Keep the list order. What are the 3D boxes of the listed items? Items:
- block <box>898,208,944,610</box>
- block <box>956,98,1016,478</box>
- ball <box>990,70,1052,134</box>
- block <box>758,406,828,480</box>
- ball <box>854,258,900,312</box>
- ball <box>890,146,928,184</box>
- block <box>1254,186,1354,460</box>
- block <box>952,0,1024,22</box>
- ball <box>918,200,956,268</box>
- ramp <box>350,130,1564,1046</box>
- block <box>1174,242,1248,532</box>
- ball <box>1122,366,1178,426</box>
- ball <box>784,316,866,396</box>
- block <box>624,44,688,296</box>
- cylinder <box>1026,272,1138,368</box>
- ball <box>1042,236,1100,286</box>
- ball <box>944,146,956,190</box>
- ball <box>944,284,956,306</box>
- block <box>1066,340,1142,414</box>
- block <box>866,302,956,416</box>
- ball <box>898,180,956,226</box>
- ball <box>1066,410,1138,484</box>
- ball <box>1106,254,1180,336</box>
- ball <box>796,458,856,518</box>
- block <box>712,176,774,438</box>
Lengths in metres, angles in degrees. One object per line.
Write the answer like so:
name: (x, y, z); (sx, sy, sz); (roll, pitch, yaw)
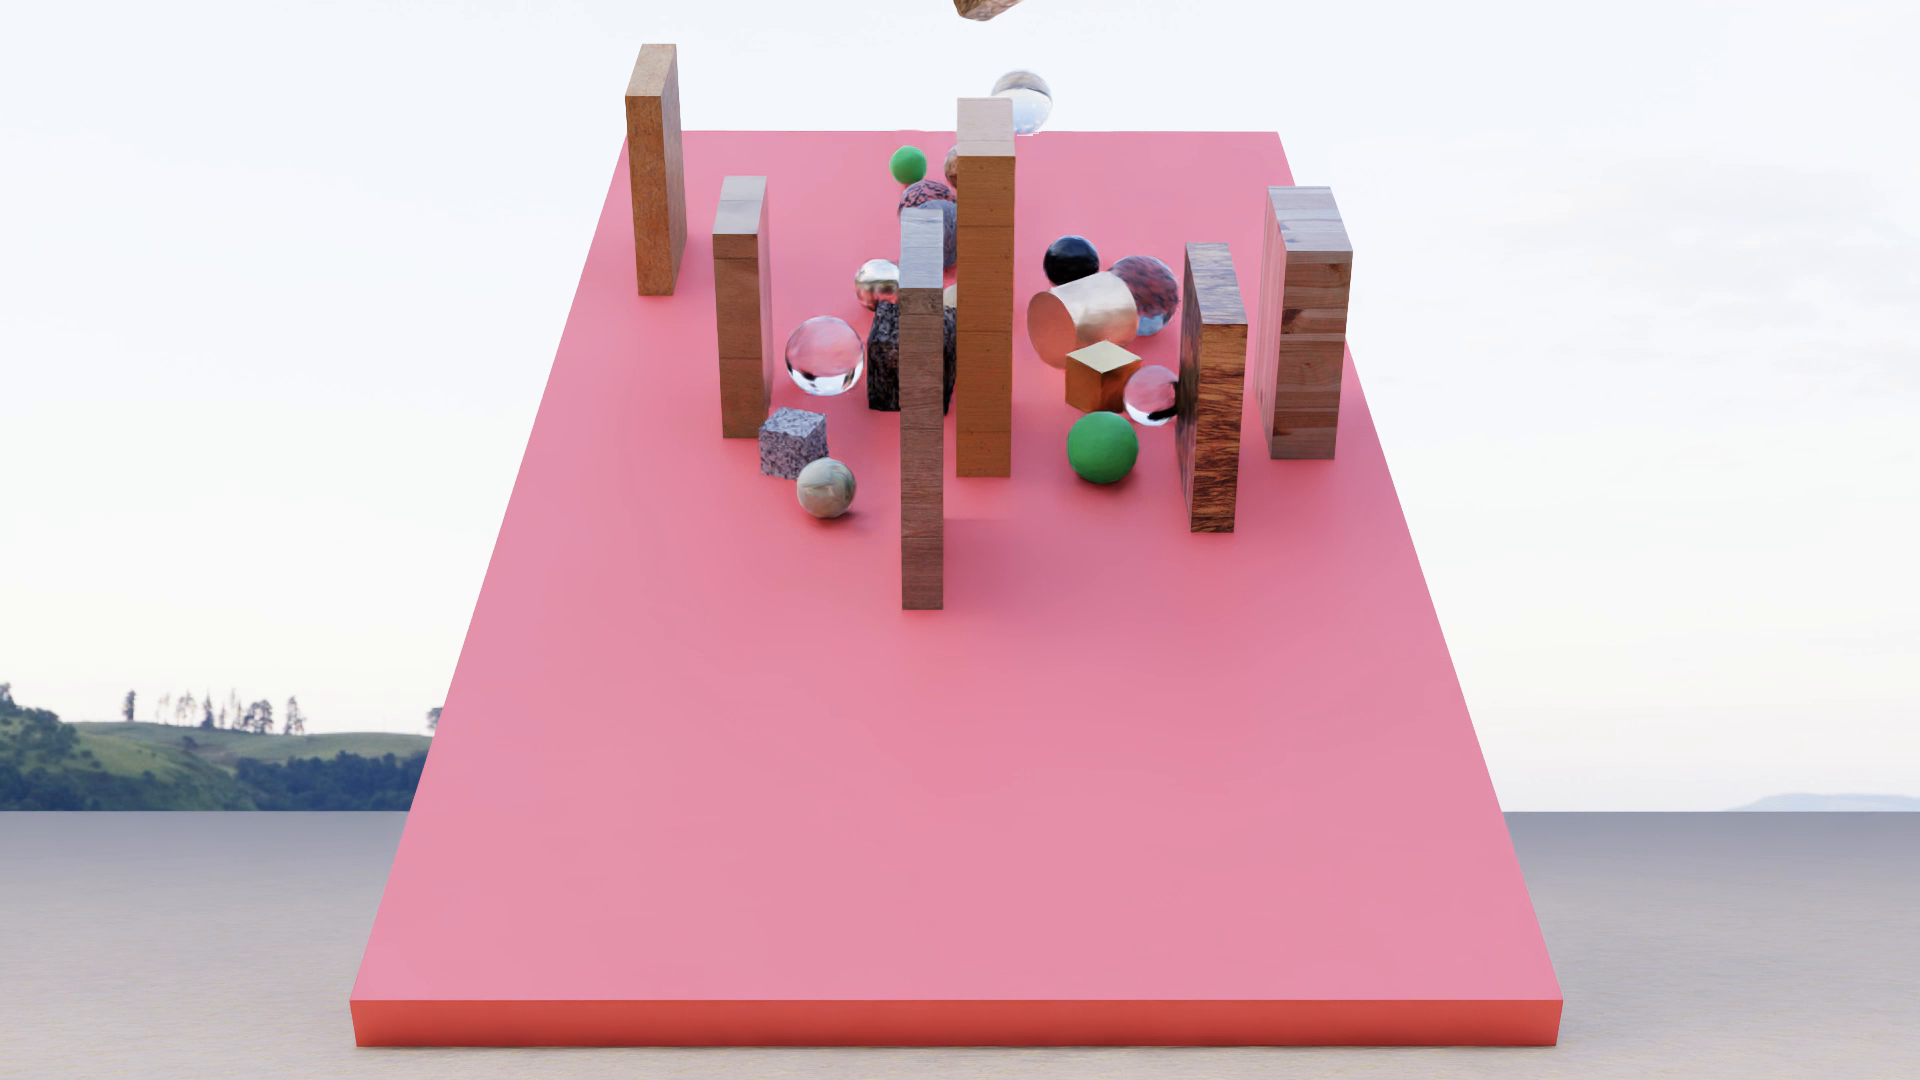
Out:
block: (-0.078, -0.271, 5.022); (0.086, 0.731, 0.396); (0, 30, 0)
block: (0.054, -0.570, 5.489); (0.124, 0.778, 0.359); (0, 30, 0)
ball: (0.184, -1.327, 7.331); (0.195, 0.195, 0.195); (0, -6, 0)
block: (-0.380, -0.219, 5.540); (0.117, 0.117, 0.117); (11, 32, 18)
ball: (-0.208, -0.661, 6.277); (0.138, 0.138, 0.138); (0, -6, 0)
ball: (-0.150, -1.090, 7.038); (0.112, 0.112, 0.112); (0, -6, 0)
block: (0.794, -0.508, 5.640); (0.147, 0.523, 0.378); (0, 30, 0)
block: (0.078, -1.667, 7.155); (0.188, 0.188, 0.188); (-25, -4, 24)
ball: (-0.057, -0.824, 6.513); (0.184, 0.184, 0.184); (0, -6, 0)
ramp: (-0.013, -0.207, 5.738); (2.000, 0.100, 4.000); (0, 30, 0)
block: (0.554, -0.342, 5.373); (0.094, 0.504, 0.429); (0, 30, 0)
ball: (0.454, -0.339, 5.686); (0.144, 0.144, 0.144); (0, -6, 0)
ball: (-0.325, -0.442, 5.830); (0.194, 0.194, 0.194); (0, -6, 0)
block: (-0.803, -0.985, 6.421); (0.092, 0.550, 0.406); (0, 30, 0)
cylinder: (0.304, -0.548, 6.028); (0.198, 0.198, 0.198); (-21, 6, -32)
ball: (0.295, -0.727, 6.380); (0.152, 0.152, 0.152); (0, -6, 0)
ball: (0.028, -1.074, 6.973); (0.151, 0.151, 0.151); (0, -6, 0)
ball: (0.010, -0.570, 6.103); (0.158, 0.158, 0.158); (0, -6, 0)
block: (0.344, -0.384, 5.817); (0.128, 0.128, 0.128); (-22, 37, -33)
block: (-0.114, -0.438, 5.828); (0.190, 0.190, 0.190); (4, 35, 6)
ball: (-0.088, -0.906, 6.667); (0.169, 0.169, 0.169); (0, -6, 0)
ball: (0.322, -0.210, 5.483); (0.164, 0.164, 0.164); (0, -6, 0)
ball: (0.454, -0.621, 6.144); (0.207, 0.207, 0.207); (0, -6, 0)
ball: (-0.295, -0.114, 5.345); (0.133, 0.133, 0.133); (0, -6, 0)
block: (-0.507, -0.551, 5.709); (0.100, 0.518, 0.346); (0, 30, 0)
